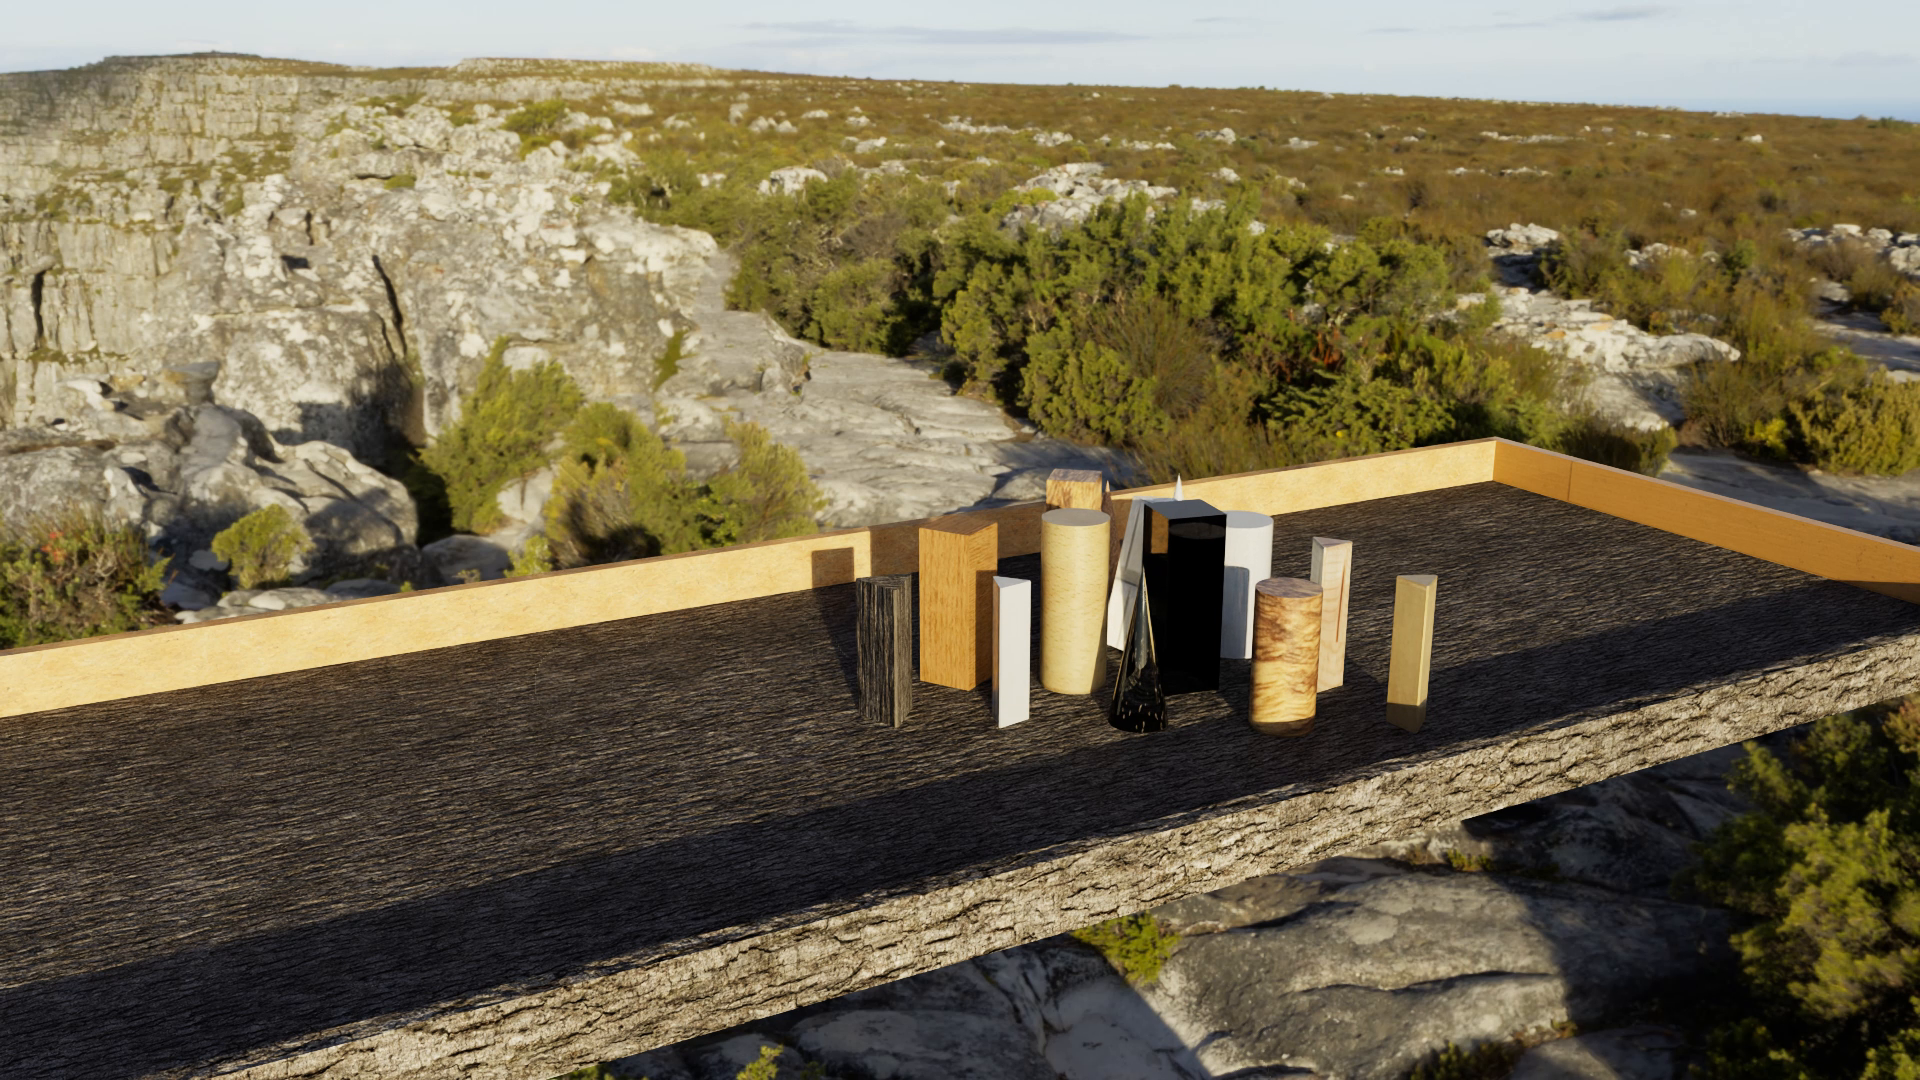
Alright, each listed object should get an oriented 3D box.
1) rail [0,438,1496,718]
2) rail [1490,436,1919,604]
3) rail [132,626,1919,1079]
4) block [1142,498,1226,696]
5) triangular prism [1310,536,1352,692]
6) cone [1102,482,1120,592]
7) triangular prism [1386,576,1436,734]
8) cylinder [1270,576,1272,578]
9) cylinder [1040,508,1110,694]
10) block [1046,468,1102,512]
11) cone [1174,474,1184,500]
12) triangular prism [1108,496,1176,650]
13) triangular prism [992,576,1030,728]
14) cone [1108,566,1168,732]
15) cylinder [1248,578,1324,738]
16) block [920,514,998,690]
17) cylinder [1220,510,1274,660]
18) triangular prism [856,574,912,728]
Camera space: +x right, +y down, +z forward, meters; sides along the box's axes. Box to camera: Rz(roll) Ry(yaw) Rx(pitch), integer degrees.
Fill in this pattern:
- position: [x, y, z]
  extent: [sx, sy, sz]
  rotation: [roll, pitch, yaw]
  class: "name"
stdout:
- position: [-3.305, 0.497, 3.399]
  extent: [12.000, 0.150, 0.050]
  rotation: [-9, 18, -27]
  class: "rail"
- position: [2.466, -0.048, 5.253]
  extent: [0.050, 0.150, 2.100]
  rotation: [-9, 18, -27]
  class: "rail"
- position: [-2.336, 1.006, 1.665]
  extent: [12.000, 0.150, 0.050]
  rotation: [-9, 18, -27]
  class: "rail"
- position: [0.547, 0.141, 4.075]
  extent: [0.151, 0.451, 0.151]
  rotation: [-5, 17, -16]
  class: "block"
- position: [0.894, 0.181, 4.078]
  extent: [0.094, 0.373, 0.082]
  rotation: [-11, 20, -34]
  class: "triangular prism"
- position: [0.431, -0.023, 4.861]
  extent: [0.133, 0.322, 0.133]
  rotation: [0, 16, 0]
  class: "cone"
- position: [1.066, 0.259, 3.834]
  extent: [0.080, 0.360, 0.093]
  rotation: [-10, 19, -32]
  class: "triangular prism"
- position: [0.691, 0.180, 4.510]
  extent: [0.353, 0.132, 0.132]
  rotation: [-5, 17, -18]
  class: "cylinder"
- position: [0.283, 0.150, 4.081]
  extent: [0.168, 0.430, 0.168]
  rotation: [0, 16, 0]
  class: "cylinder"
- position: [0.315, 0.017, 4.581]
  extent: [0.133, 0.404, 0.133]
  rotation: [4, 17, 12]
  class: "block"
- position: [0.605, 0.010, 4.606]
  extent: [0.172, 0.403, 0.172]
  rotation: [0, 16, 0]
  class: "cone"
- position: [0.494, 0.090, 4.320]
  extent: [0.130, 0.406, 0.113]
  rotation: [22, 20, 32]
  class: "triangular prism"
- position: [0.103, 0.258, 3.867]
  extent: [0.091, 0.343, 0.079]
  rotation: [-13, 21, -37]
  class: "triangular prism"
- position: [0.421, 0.241, 3.844]
  extent: [0.143, 0.389, 0.143]
  rotation: [0, 16, 0]
  class: "cone"
- position: [0.755, 0.272, 3.830]
  extent: [0.154, 0.339, 0.154]
  rotation: [0, 16, 0]
  class: "cylinder"
- position: [-0.004, 0.154, 4.120]
  extent: [0.141, 0.400, 0.141]
  rotation: [9, 19, 29]
  class: "block"
- position: [0.726, 0.116, 4.334]
  extent: [0.176, 0.353, 0.176]
  rotation: [0, 16, 0]
  class: "cylinder"
- position: [-0.156, 0.253, 3.896]
  extent: [0.131, 0.338, 0.114]
  rotation: [15, 22, 41]
  class: "triangular prism"
